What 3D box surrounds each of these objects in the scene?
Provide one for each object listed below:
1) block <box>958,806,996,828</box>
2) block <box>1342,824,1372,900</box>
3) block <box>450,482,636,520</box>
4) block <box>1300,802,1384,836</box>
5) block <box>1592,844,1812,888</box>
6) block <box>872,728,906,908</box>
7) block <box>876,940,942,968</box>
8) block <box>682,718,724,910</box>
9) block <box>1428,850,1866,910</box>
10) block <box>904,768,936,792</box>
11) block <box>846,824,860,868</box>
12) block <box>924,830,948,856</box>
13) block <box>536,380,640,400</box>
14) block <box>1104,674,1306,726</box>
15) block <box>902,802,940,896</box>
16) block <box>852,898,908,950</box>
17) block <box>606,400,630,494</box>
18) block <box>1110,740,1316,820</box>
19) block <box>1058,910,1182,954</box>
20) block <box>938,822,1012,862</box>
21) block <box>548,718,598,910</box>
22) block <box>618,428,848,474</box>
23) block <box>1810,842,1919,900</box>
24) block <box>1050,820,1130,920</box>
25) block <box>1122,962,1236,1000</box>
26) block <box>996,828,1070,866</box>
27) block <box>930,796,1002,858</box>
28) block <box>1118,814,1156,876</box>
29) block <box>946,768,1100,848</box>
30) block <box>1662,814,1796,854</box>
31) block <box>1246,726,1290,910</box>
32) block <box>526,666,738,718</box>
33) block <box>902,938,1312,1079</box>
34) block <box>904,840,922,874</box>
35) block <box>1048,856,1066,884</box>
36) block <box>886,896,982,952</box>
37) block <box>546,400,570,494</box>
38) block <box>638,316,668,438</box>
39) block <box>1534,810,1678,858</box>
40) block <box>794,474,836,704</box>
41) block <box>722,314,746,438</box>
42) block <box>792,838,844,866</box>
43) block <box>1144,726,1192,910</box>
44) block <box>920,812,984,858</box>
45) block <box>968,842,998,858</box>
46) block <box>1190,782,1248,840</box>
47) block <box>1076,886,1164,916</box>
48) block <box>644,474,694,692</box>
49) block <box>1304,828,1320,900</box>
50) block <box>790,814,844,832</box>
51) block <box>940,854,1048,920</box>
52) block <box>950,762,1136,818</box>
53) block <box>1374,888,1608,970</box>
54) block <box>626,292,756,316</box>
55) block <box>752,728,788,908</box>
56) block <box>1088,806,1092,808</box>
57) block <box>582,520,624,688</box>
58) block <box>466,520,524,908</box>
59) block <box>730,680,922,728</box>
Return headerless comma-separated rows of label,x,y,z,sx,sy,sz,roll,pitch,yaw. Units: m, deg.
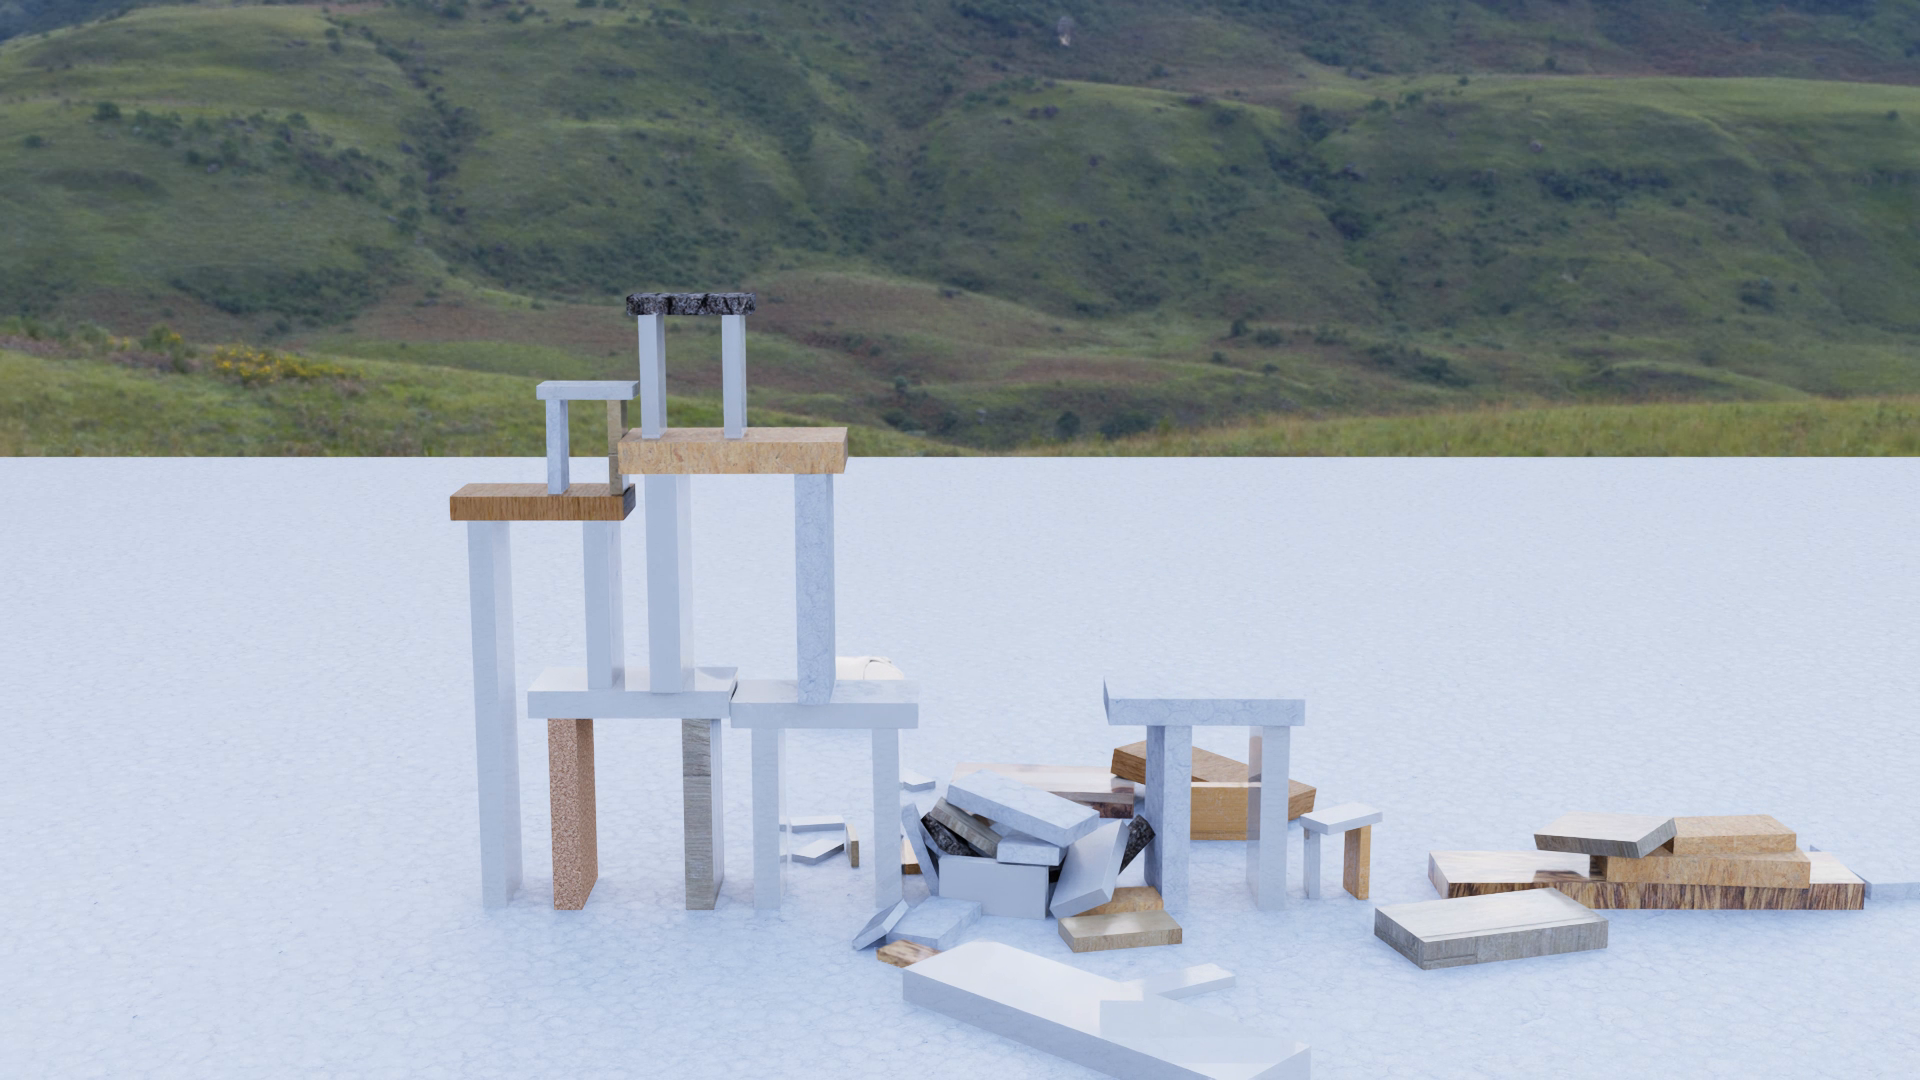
block,0.016,0.484,3.814,0.114,0.032,0.228,-28,-1,-30
block,0.661,0.527,3.660,0.018,0.128,0.064,-2,11,-14
block,-0.671,-0.062,3.550,0.274,0.039,0.137,0,11,0
block,0.629,0.459,3.624,0.128,0.018,0.064,-7,13,-35
block,1.224,0.524,3.650,0.320,0.045,0.160,1,11,6
block,-0.118,0.439,3.648,0.043,0.303,0.152,-1,11,1
block,-0.064,0.639,3.357,0.119,0.017,0.059,9,14,40
block,-0.425,0.431,3.641,0.046,0.323,0.162,0,11,0
block,1.137,0.567,3.669,0.678,0.045,0.160,0,11,0
block,-0.099,0.468,4.285,0.052,0.015,0.104,-7,13,-35
block,-0.188,0.533,3.842,0.014,0.048,0.096,-2,11,-8
block,0.004,0.533,3.661,0.148,0.021,0.074,41,8,-7
block,-0.593,-0.239,3.510,0.151,0.021,0.076,0,11,0
block,0.396,0.261,3.597,0.314,0.044,0.157,0,11,1
block,-0.060,0.518,3.658,0.021,0.149,0.074,-20,10,4
block,-0.125,0.605,3.459,0.059,0.017,0.119,-33,1,18
block,-0.548,-0.154,3.527,0.021,0.151,0.076,0,11,-1
block,0.475,0.451,4.131,0.344,0.049,0.172,17,14,35
block,0.252,0.616,3.463,0.176,0.025,0.088,-3,11,-13
block,0.052,0.509,3.850,0.114,0.032,0.228,-35,-3,22
block,-0.640,0.431,3.641,0.046,0.323,0.162,0,11,0
block,-0.360,-0.144,3.532,0.353,0.050,0.176,0,11,-1
block,1.545,0.562,3.739,0.104,0.029,0.208,-1,11,-7
block,0.214,0.539,3.601,0.099,0.028,0.199,-25,18,24
block,0.308,0.660,3.248,0.198,0.017,0.059,-6,12,-28
block,0.143,0.509,3.770,0.099,0.028,0.475,3,0,8
block,0.013,0.475,3.635,0.130,0.018,0.065,33,11,3
block,0.263,0.528,3.670,0.021,0.146,0.073,41,4,-11
block,0.104,0.442,3.644,0.228,0.032,0.114,18,17,29
block,1.262,0.488,3.644,0.208,0.029,0.104,-1,11,-5
block,0.509,0.436,3.639,0.044,0.314,0.157,0,11,0
block,-0.532,0.250,3.607,0.323,0.046,0.162,0,11,0
block,0.193,0.675,3.080,0.595,0.049,0.172,10,14,42
block,-0.098,0.551,3.826,0.065,0.018,0.131,-3,11,-14
block,0.140,0.558,3.708,0.146,0.021,0.073,-13,12,-7
block,-0.041,0.610,3.493,0.088,0.025,0.176,4,11,22
block,-0.645,-0.154,3.526,0.021,0.151,0.076,1,11,0
block,-0.491,-0.266,3.514,0.028,0.195,0.098,0,11,0
block,1.067,0.486,3.641,0.104,0.029,0.208,-22,10,-34
block,-0.235,0.064,3.577,0.050,0.375,0.176,0,11,0
block,-0.360,-0.266,3.515,0.028,0.195,0.098,0,11,-1
block,-0.249,0.547,3.860,0.048,0.014,0.096,6,12,29
block,0.344,0.435,3.643,0.044,0.314,0.157,-1,11,-6
block,0.003,0.506,3.647,0.148,0.021,0.074,35,11,-42
block,0.056,0.523,3.668,0.104,0.015,0.052,38,9,-18
block,0.436,0.487,3.950,0.199,0.099,0.028,0,11,1
block,0.254,0.592,3.602,0.146,0.021,0.073,-1,11,-7
block,-0.470,0.055,3.566,0.050,0.353,0.176,0,11,0
block,0.586,0.526,3.662,0.018,0.128,0.064,-1,11,0
block,-0.261,0.518,4.018,0.096,0.014,0.048,-2,11,-10
block,0.055,0.563,3.570,0.176,0.088,0.025,3,11,14
block,0.158,0.473,4.164,0.344,0.049,0.172,1,11,6
block,0.832,0.608,3.449,0.320,0.045,0.160,-3,11,-17
block,-0.426,-0.376,3.496,0.195,0.028,0.098,0,11,-1
block,-0.315,0.440,3.644,0.043,0.303,0.152,0,11,0
block,0.206,0.496,4.019,0.052,0.015,0.104,6,-11,-7
block,-0.579,0.092,3.578,0.039,0.275,0.137,0,11,0
block,-0.762,0.273,3.612,0.039,0.643,0.137,0,11,0
block,-0.217,0.269,3.616,0.303,0.043,0.152,0,11,1
